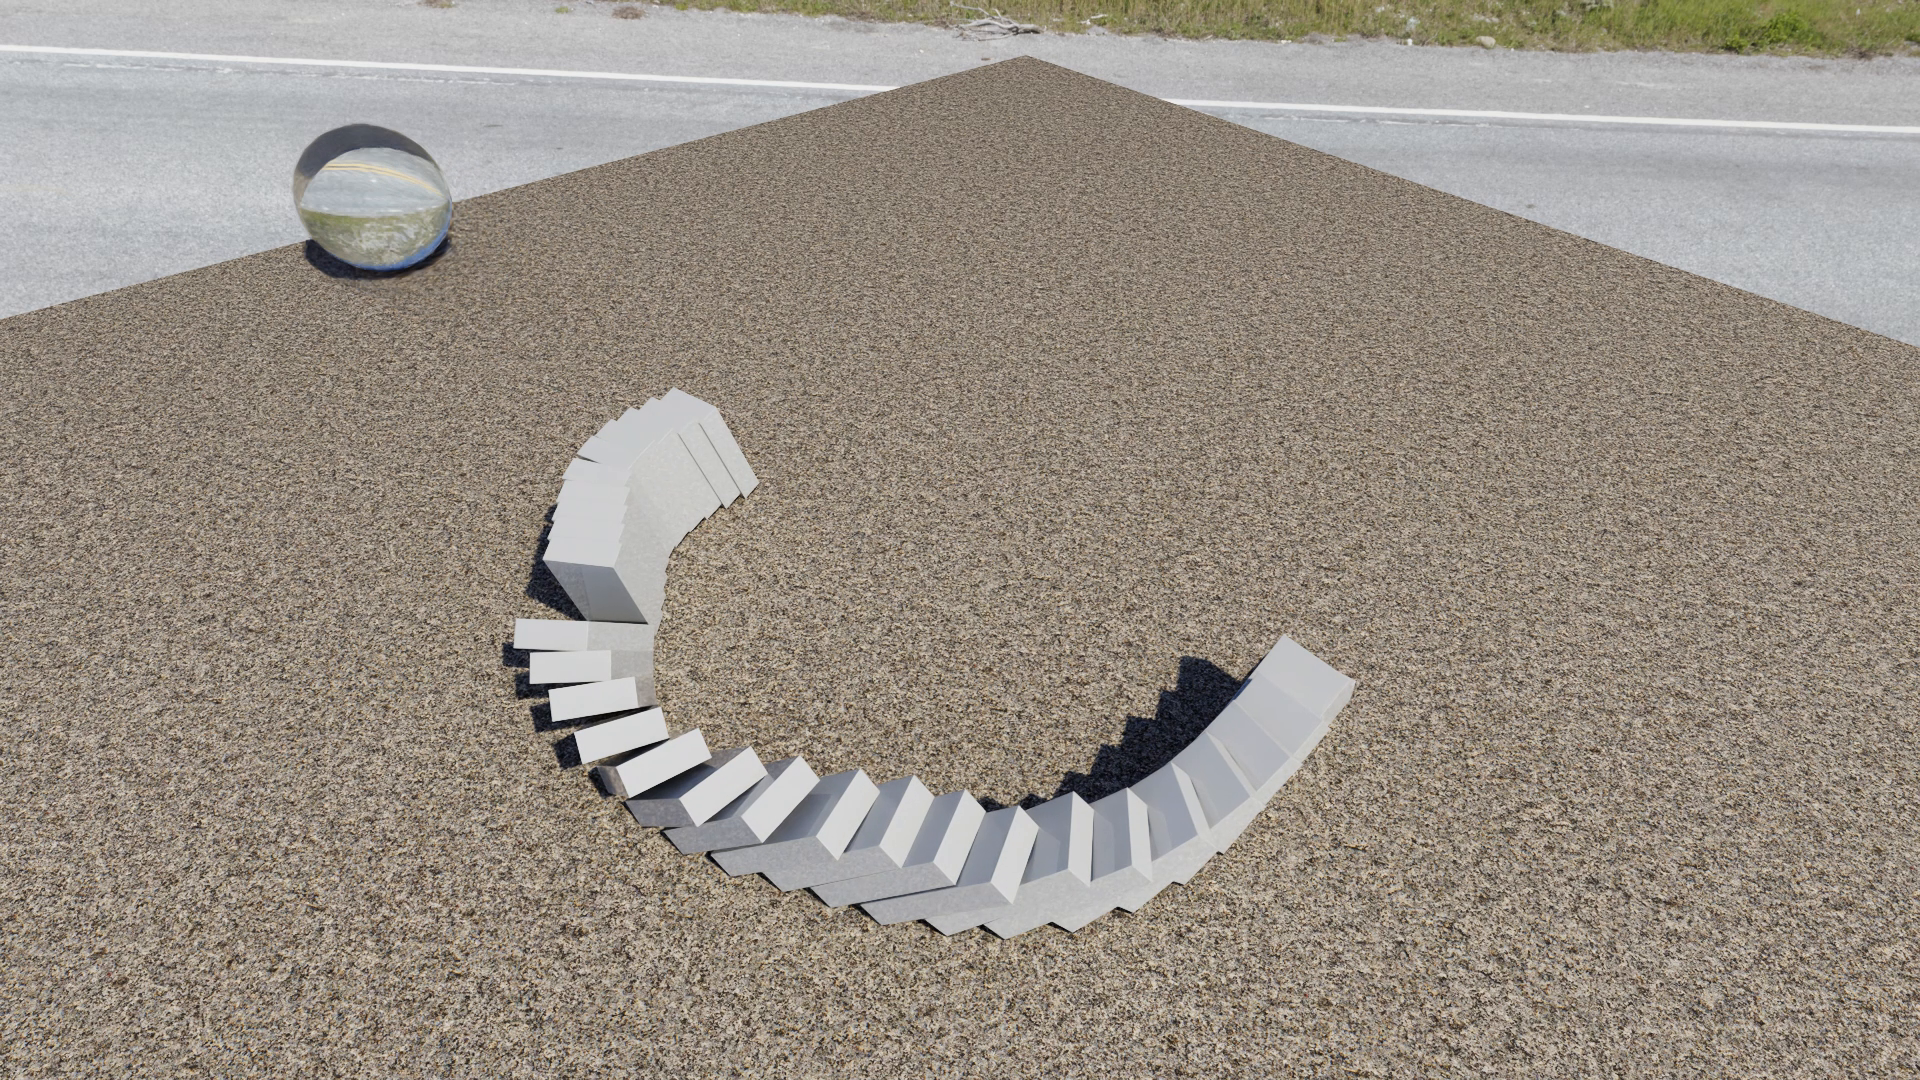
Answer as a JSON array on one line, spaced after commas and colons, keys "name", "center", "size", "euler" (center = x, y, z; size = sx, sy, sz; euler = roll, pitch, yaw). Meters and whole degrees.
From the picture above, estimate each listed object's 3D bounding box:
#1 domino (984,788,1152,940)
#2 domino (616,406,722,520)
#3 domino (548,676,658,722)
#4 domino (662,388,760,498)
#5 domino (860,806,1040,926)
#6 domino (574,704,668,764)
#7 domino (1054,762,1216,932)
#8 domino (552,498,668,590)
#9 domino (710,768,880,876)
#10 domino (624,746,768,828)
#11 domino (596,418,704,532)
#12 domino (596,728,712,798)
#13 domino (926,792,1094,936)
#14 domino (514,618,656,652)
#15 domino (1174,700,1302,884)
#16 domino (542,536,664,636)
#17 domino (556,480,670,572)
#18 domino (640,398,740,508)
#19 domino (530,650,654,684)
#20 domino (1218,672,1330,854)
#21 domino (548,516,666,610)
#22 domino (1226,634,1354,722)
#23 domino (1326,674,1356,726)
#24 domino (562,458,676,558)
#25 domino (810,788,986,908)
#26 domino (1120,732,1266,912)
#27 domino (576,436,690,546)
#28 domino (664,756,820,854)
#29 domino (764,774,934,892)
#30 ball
[{"name": "domino", "center": [0.030, 0.091, 0.308], "size": [0.050, 0.010, 0.025], "euler": [-31, 31, 27]}, {"name": "domino", "center": [-0.118, -0.031, 0.449], "size": [0.025, 0.050, 0.010], "euler": [25, 65, 28]}, {"name": "domino", "center": [-0.114, 0.051, 0.355], "size": [0.025, 0.050, 0.010], "euler": [-8, 84, -10]}, {"name": "domino", "center": [-0.105, -0.040, 0.460], "size": [0.025, 0.050, 0.010], "euler": [25, 65, 28]}, {"name": "domino", "center": [-0.003, 0.092, 0.308], "size": [0.050, 0.010, 0.025], "euler": [-24, 26, 37]}, {"name": "domino", "center": [-0.106, 0.060, 0.345], "size": [0.025, 0.009, 0.050], "euler": [-15, -3, -18]}, {"name": "domino", "center": [0.046, 0.087, 0.313], "size": [0.050, 0.010, 0.025], "euler": [-38, 36, 19]}, {"name": "domino", "center": [-0.128, 0.004, 0.407], "size": [0.025, 0.050, 0.010], "euler": [7, 59, 8]}, {"name": "domino", "center": [-0.048, 0.083, 0.320], "size": [0.050, 0.009, 0.025], "euler": [-22, 23, 40]}, {"name": "domino", "center": [-0.080, 0.074, 0.328], "size": [0.025, 0.009, 0.050], "euler": [-35, 8, -35]}, {"name": "domino", "center": [-0.124, -0.025, 0.442], "size": [0.025, 0.050, 0.009], "euler": [25, 65, 28]}, {"name": "domino", "center": [-0.094, 0.068, 0.335], "size": [0.025, 0.010, 0.050], "euler": [-24, 0, -26]}, {"name": "domino", "center": [0.014, 0.091, 0.308], "size": [0.050, 0.010, 0.025], "euler": [-30, 29, 29]}, {"name": "domino", "center": [-0.127, 0.033, 0.376], "size": [0.025, 0.010, 0.050], "euler": [2, -5, 9]}, {"name": "domino", "center": [0.074, 0.075, 0.328], "size": [0.050, 0.010, 0.025], "euler": [-48, 48, 8]}, {"name": "domino", "center": [-0.126, 0.017, 0.390], "size": [0.025, 0.050, 0.010], "euler": [6, 58, 7]}, {"name": "domino", "center": [-0.130, -0.003, 0.415], "size": [0.025, 0.050, 0.009], "euler": [7, 59, 8]}, {"name": "domino", "center": [-0.112, -0.035, 0.454], "size": [0.025, 0.050, 0.010], "euler": [25, 65, 28]}, {"name": "domino", "center": [-0.121, 0.042, 0.366], "size": [0.025, 0.050, 0.009], "euler": [-2, 84, -1]}, {"name": "domino", "center": [0.087, 0.068, 0.338], "size": [0.050, 0.010, 0.025], "euler": [-50, 52, 0]}, {"name": "domino", "center": [-0.127, 0.010, 0.399], "size": [0.025, 0.050, 0.010], "euler": [7, 59, 8]}, {"name": "domino", "center": [0.098, 0.058, 0.350], "size": [0.025, 0.009, 0.050], "euler": [38, 89, 32]}, {"name": "domino", "center": [0.110, 0.059, 0.372], "size": [0.025, 0.009, 0.050], "euler": [29, 48, 31]}, {"name": "domino", "center": [-0.131, -0.011, 0.424], "size": [0.025, 0.050, 0.009], "euler": [12, 60, 15]}, {"name": "domino", "center": [-0.018, 0.088, 0.313], "size": [0.050, 0.010, 0.025], "euler": [-24, 24, 37]}, {"name": "domino", "center": [0.061, 0.082, 0.319], "size": [0.050, 0.010, 0.025], "euler": [-43, 42, 13]}, {"name": "domino", "center": [-0.128, -0.019, 0.434], "size": [0.025, 0.050, 0.010], "euler": [21, 63, 24]}, {"name": "domino", "center": [-0.065, 0.078, 0.323], "size": [0.050, 0.010, 0.025], "euler": [-24, 16, 48]}, {"name": "domino", "center": [-0.033, 0.085, 0.317], "size": [0.050, 0.009, 0.025], "euler": [-24, 24, 37]}, {"name": "ball", "center": [-0.332, -0.193, 0.624], "size": [0.080, 0.080, 0.080], "euler": [0, 39, 0]}]
